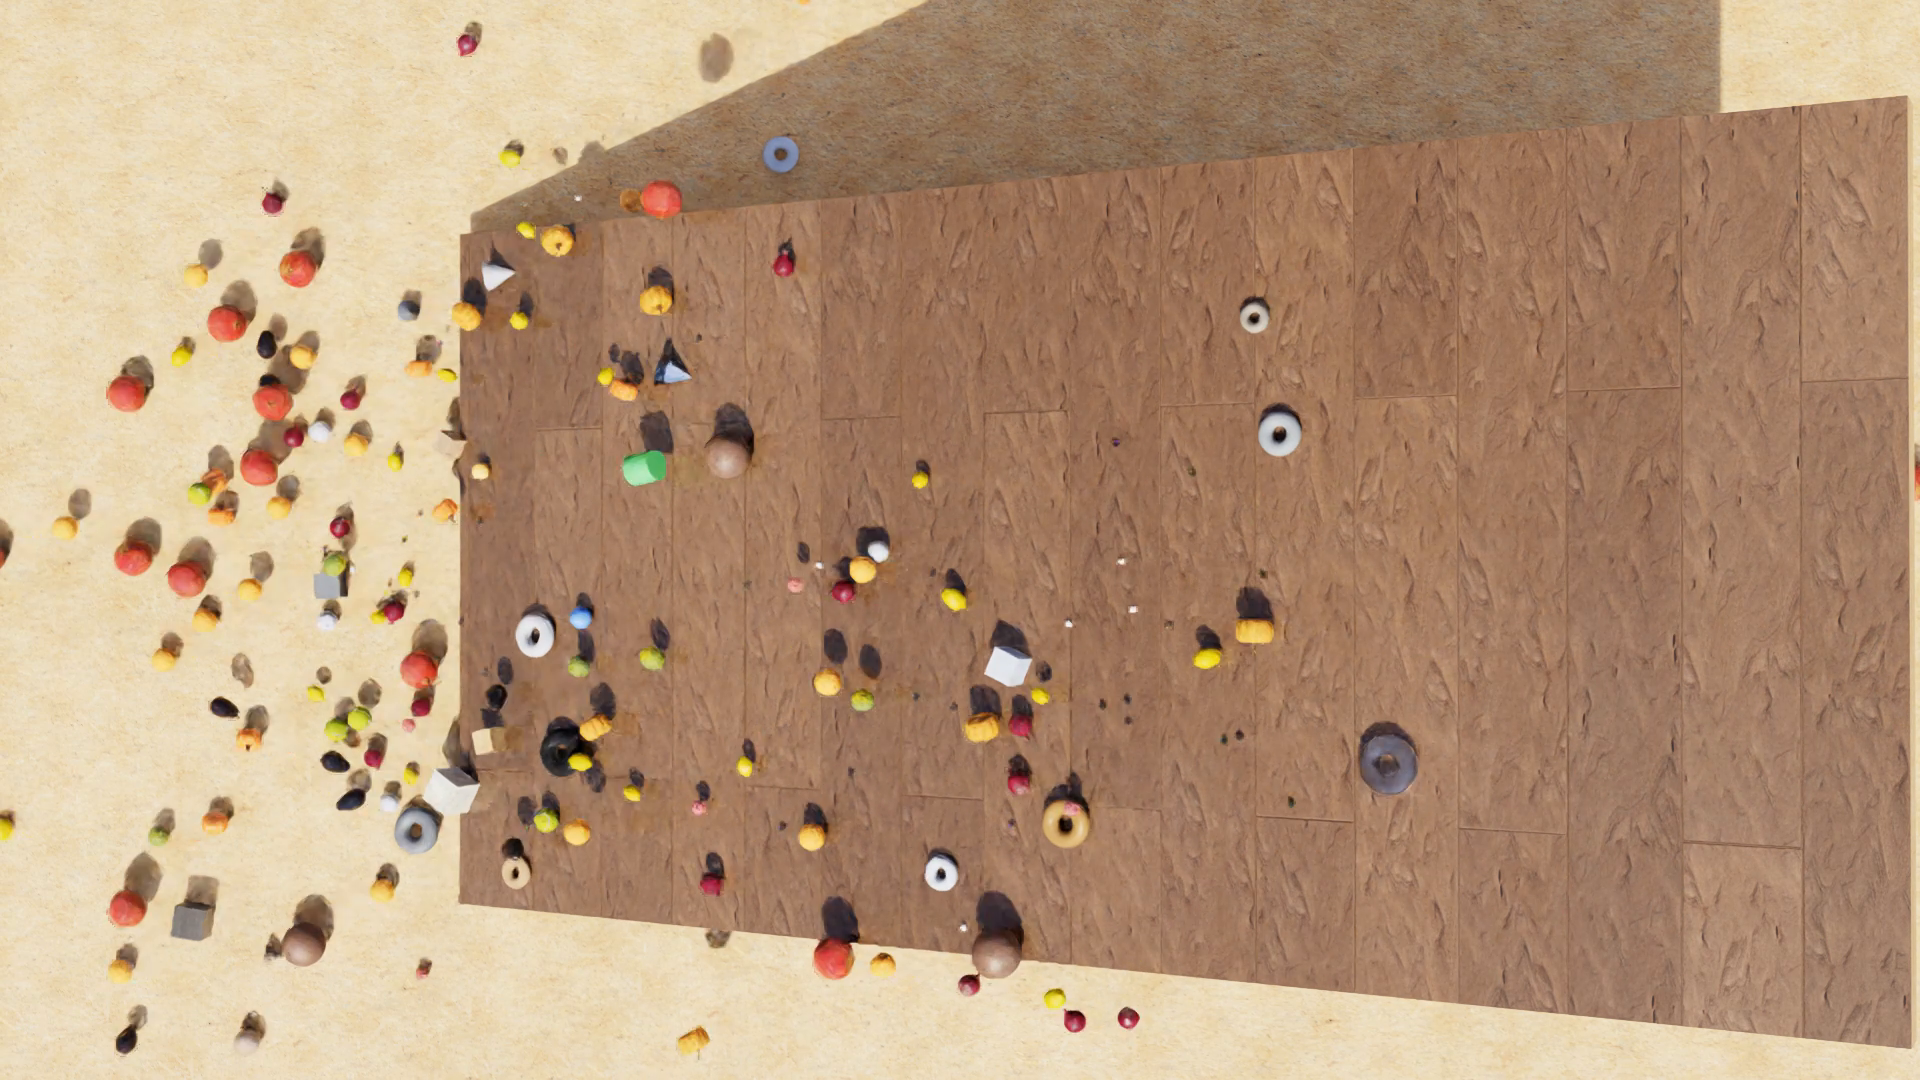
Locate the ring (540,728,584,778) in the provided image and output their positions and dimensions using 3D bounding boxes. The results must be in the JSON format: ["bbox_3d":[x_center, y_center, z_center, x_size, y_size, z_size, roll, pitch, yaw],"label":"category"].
[{"bbox_3d":[-1.149,0.612,6.344,0.143,0.048,0.143,0,89,28],"label":"ring"}]

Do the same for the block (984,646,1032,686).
[{"bbox_3d":[0.124,0.322,5.614,0.075,0.075,0.075,27,102,27],"label":"block"}]

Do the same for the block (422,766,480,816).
[{"bbox_3d":[-1.507,0.744,6.514,0.099,0.099,0.099,32,105,26],"label":"block"}]

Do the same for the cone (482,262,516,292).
[{"bbox_3d":[-1.349,-0.782,6.474,0.090,0.090,0.090,-8,89,2],"label":"cone"}]

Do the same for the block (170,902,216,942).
[{"bbox_3d":[-2.302,1.144,6.602,0.093,0.093,0.093,9,89,0],"label":"block"}]

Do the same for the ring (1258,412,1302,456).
[{"bbox_3d":[0.768,-0.255,5.280,0.109,0.036,0.109,-1,88,29],"label":"ring"}]

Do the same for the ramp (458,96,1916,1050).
[{"bbox_3d":[0.272,0.076,5.634,4.000,0.100,2.000,0,89,29],"label":"ramp"}]

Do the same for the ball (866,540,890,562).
[{"bbox_3d":[-0.216,0.029,5.818,0.060,0.060,0.060,0,89,0],"label":"ball"}]

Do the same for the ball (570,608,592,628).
[{"bbox_3d":[-1.087,0.223,6.304,0.062,0.062,0.062,0,89,0],"label":"ball"}]

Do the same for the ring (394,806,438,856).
[{"bbox_3d":[-1.636,0.875,6.615,0.145,0.048,0.145,-2,83,17],"label":"ring"}]

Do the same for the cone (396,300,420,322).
[{"bbox_3d":[-1.653,-0.684,6.608,0.067,0.067,0.067,-5,105,-21],"label":"cone"}]

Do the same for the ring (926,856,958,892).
[{"bbox_3d":[-0.048,0.869,5.731,0.094,0.031,0.094,0,90,28],"label":"ring"}]

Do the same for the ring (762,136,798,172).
[{"bbox_3d":[-0.544,-1.167,6.653,0.111,0.037,0.111,0,88,0],"label":"ring"}]

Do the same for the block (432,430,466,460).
[{"bbox_3d":[-1.523,-0.283,6.556,0.061,0.061,0.061,32,105,26],"label":"block"}]

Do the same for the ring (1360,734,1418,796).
[{"bbox_3d":[1.000,0.526,5.135,0.143,0.048,0.143,-1,89,31],"label":"ring"}]

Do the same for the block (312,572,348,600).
[{"bbox_3d":[-1.896,0.137,6.620,0.076,0.076,0.076,-6,89,0],"label":"block"}]

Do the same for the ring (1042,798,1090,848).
[{"bbox_3d":[0.267,0.715,5.549,0.130,0.043,0.130,0,91,29],"label":"ring"}]

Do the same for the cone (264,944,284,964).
[{"bbox_3d":[-2.062,1.251,6.625,0.058,0.058,0.058,7,89,-13],"label":"cone"}]

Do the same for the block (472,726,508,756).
[{"bbox_3d":[-1.381,0.590,6.463,0.068,0.068,0.068,-16,82,28],"label":"block"}]

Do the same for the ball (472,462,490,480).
[{"bbox_3d":[-1.417,-0.204,6.501,0.051,0.051,0.051,0,89,0],"label":"ball"}]

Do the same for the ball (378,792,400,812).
[{"bbox_3d":[-1.719,0.790,6.622,0.059,0.059,0.059,0,89,0],"label":"ball"}]

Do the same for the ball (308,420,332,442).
[{"bbox_3d":[-1.930,-0.328,6.629,0.067,0.067,0.067,0,89,0],"label":"ball"}]

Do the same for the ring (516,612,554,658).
[{"bbox_3d":[-1.235,0.276,6.398,0.131,0.044,0.131,-1,87,29],"label":"ring"}]

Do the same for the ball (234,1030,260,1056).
[{"bbox_3d":[-2.140,1.509,6.606,0.078,0.078,0.078,0,89,0],"label":"ball"}]

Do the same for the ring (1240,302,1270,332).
[{"bbox_3d":[0.714,-0.540,5.320,0.075,0.025,0.075,-1,89,28],"label":"ring"}]

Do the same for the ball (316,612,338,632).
[{"bbox_3d":[-1.908,0.246,6.626,0.063,0.063,0.063,0,89,0],"label":"ball"}]

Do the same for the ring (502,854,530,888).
[{"bbox_3d":[-1.298,0.971,6.433,0.098,0.033,0.098,-1,88,30],"label":"ring"}]
